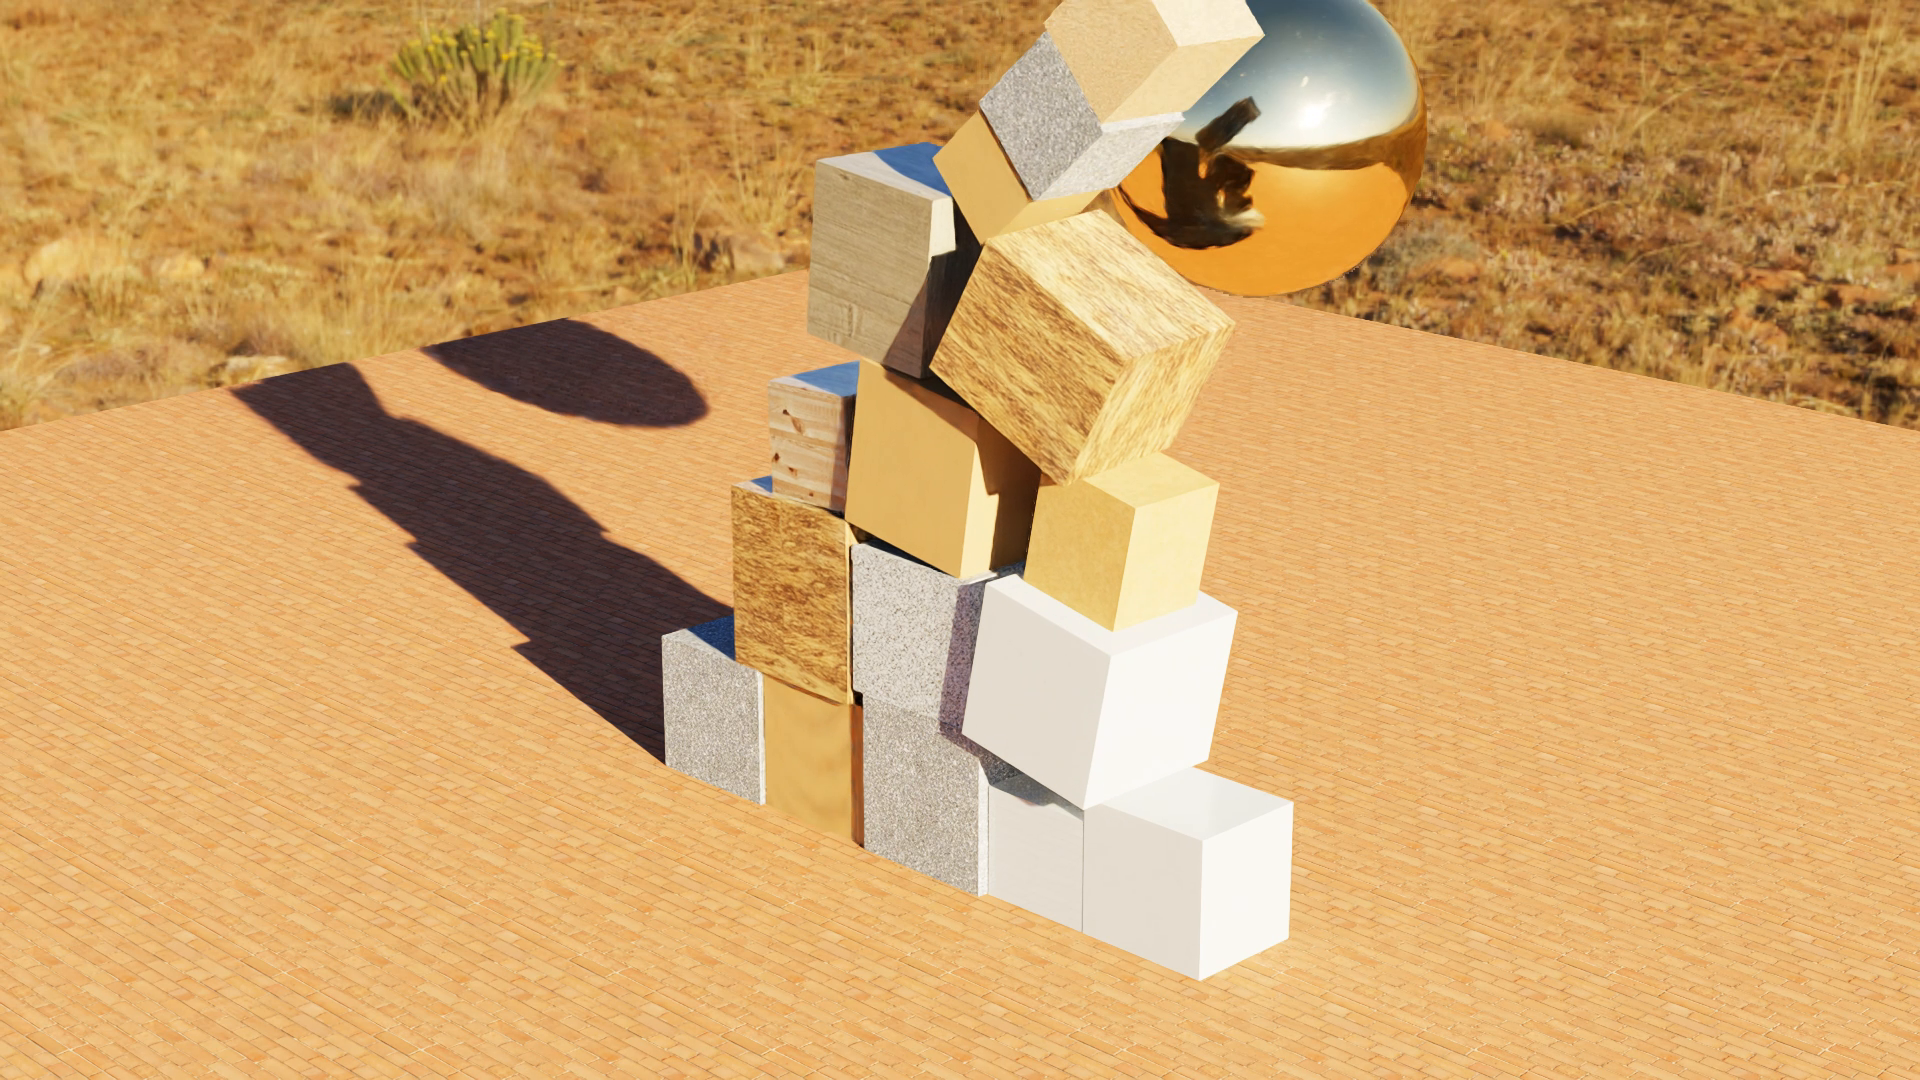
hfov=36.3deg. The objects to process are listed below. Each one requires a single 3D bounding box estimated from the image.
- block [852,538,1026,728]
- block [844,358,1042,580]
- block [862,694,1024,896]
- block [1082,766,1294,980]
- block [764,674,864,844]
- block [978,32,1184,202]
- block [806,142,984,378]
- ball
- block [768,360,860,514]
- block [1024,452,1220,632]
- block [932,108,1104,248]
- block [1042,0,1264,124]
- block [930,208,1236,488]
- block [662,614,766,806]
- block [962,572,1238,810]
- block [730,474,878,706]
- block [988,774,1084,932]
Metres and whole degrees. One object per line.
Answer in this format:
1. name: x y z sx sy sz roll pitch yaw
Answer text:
1. block: 0.037 0.360 13.436 0.756 0.698 0.739 17 24 42
2. block: 0.025 -0.391 13.181 0.699 0.785 0.750 -17 33 -42
3. block: 0.075 1.081 13.605 0.726 0.779 0.752 -17 24 -42
4. block: 0.986 1.426 12.738 0.597 0.641 0.671 -17 24 -42
5. block: -0.445 0.962 14.131 0.676 0.691 0.729 -16 24 -42
6. block: 0.506 -1.796 12.274 0.502 0.502 0.504 -16 -17 -43
7. block: -0.162 -1.265 13.128 0.681 0.804 0.757 -16 30 -42
8. ball: 1.467 -1.989 14.254 1.600 1.600 1.600 0 17 0
9. block: -0.489 -0.490 13.673 0.586 0.547 0.534 -16 21 -41
10. block: 0.691 -0.033 12.626 0.532 0.587 0.542 -16 35 -42
11. block: 0.258 -1.582 12.586 0.470 0.466 0.387 -17 -17 -43
12. block: 0.787 -2.080 11.931 0.537 0.501 0.528 -16 -18 -43
13. block: 0.519 -0.828 12.485 0.829 0.690 0.771 43 38 23
14. block: -0.991 0.812 14.607 0.659 0.692 0.721 -17 24 -42
15. block: 0.608 0.584 12.874 0.817 0.750 0.750 -17 35 -42
16. block: -0.534 0.178 13.984 0.736 0.891 0.828 -16 23 -41
17. block: 0.546 1.346 13.187 0.609 0.524 0.571 -17 24 -42
